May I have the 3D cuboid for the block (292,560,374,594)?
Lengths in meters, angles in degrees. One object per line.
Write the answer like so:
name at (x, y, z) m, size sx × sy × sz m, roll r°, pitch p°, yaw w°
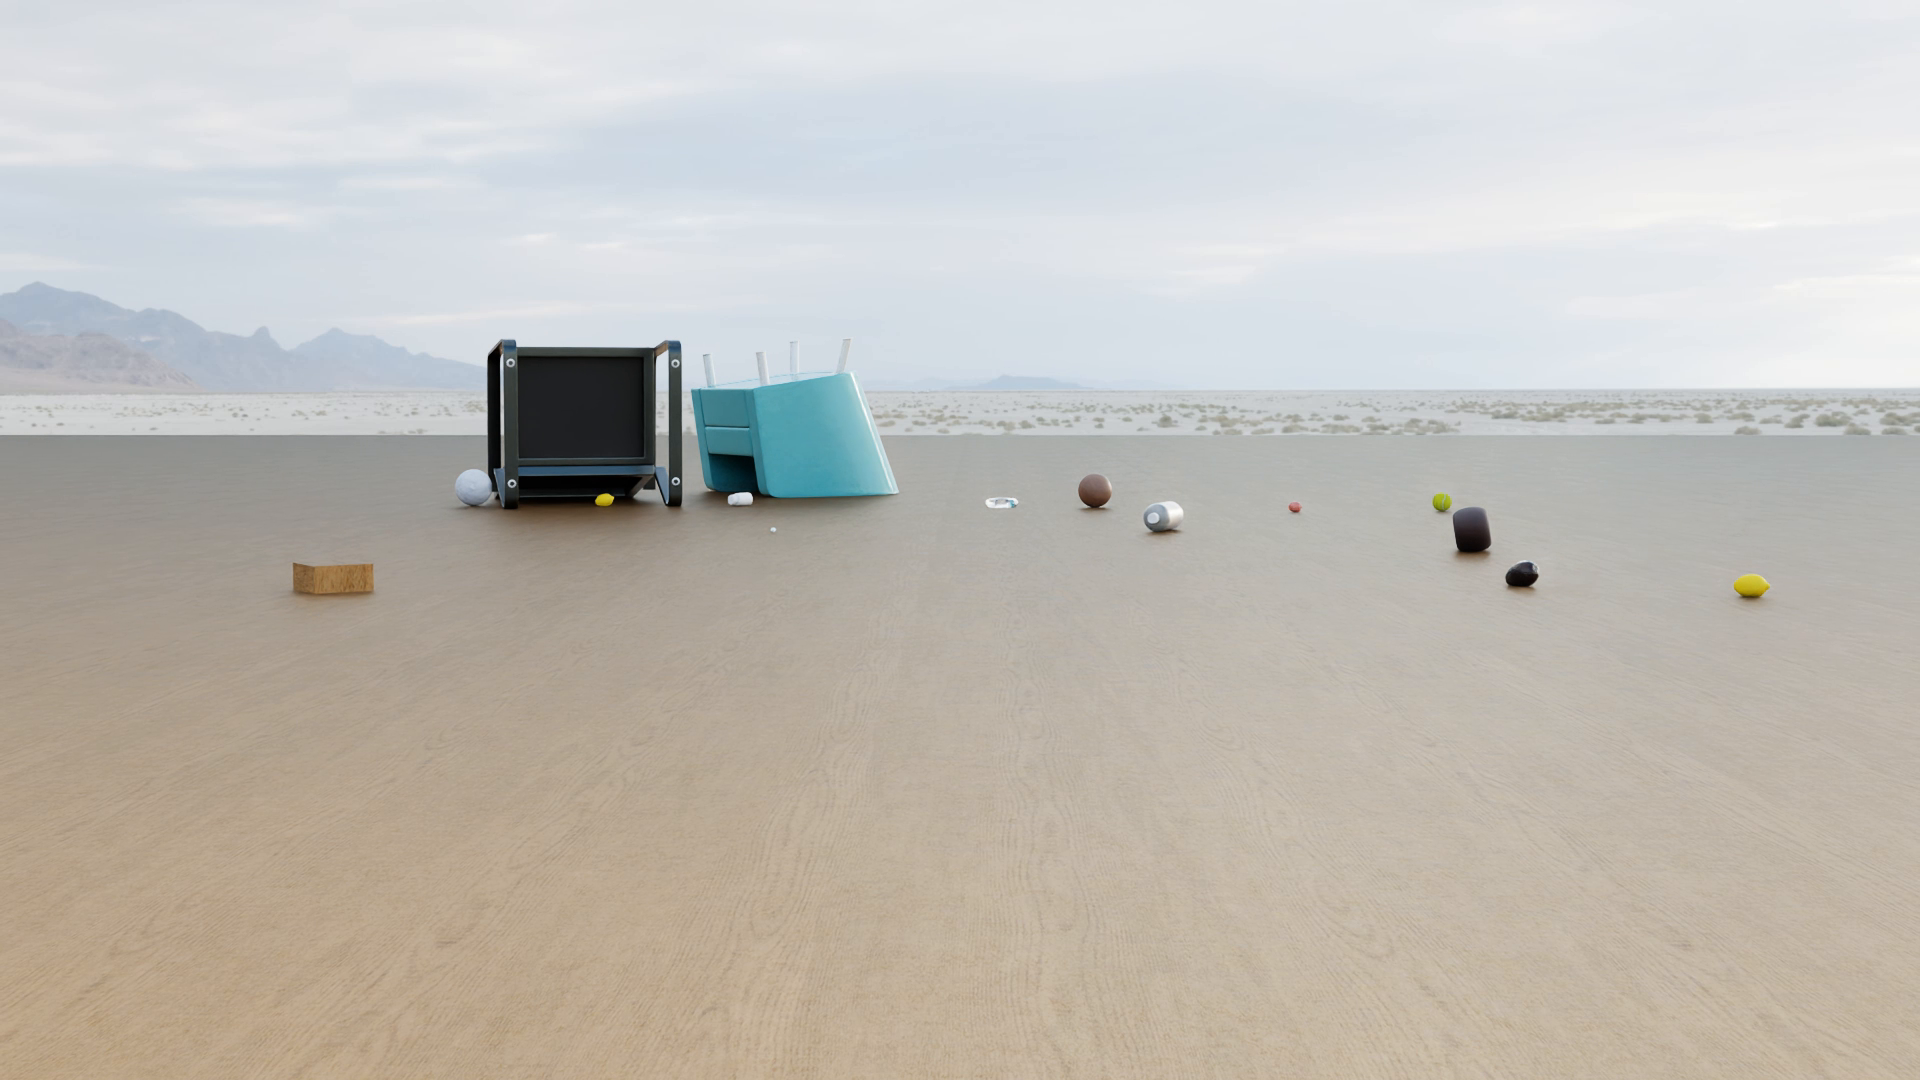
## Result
block at (-1.402, 0.082, 4.916) m, size 0.134 × 0.060 × 0.139 m, roll -3°, pitch 5°, yaw -35°

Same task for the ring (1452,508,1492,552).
ring at (1.420, -0.029, 6.097) m, size 0.095 × 0.123 × 0.210 m, roll -8°, pitch -11°, yaw 14°

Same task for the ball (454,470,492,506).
ball at (-1.870, -0.202, 8.455) m, size 0.141 × 0.141 × 0.141 m, roll 0°, pitch 4°, yaw 0°

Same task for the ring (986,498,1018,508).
ring at (0.159, -0.141, 8.346) m, size 0.124 × 0.035 × 0.091 m, roll 0°, pitch 5°, yaw 13°
